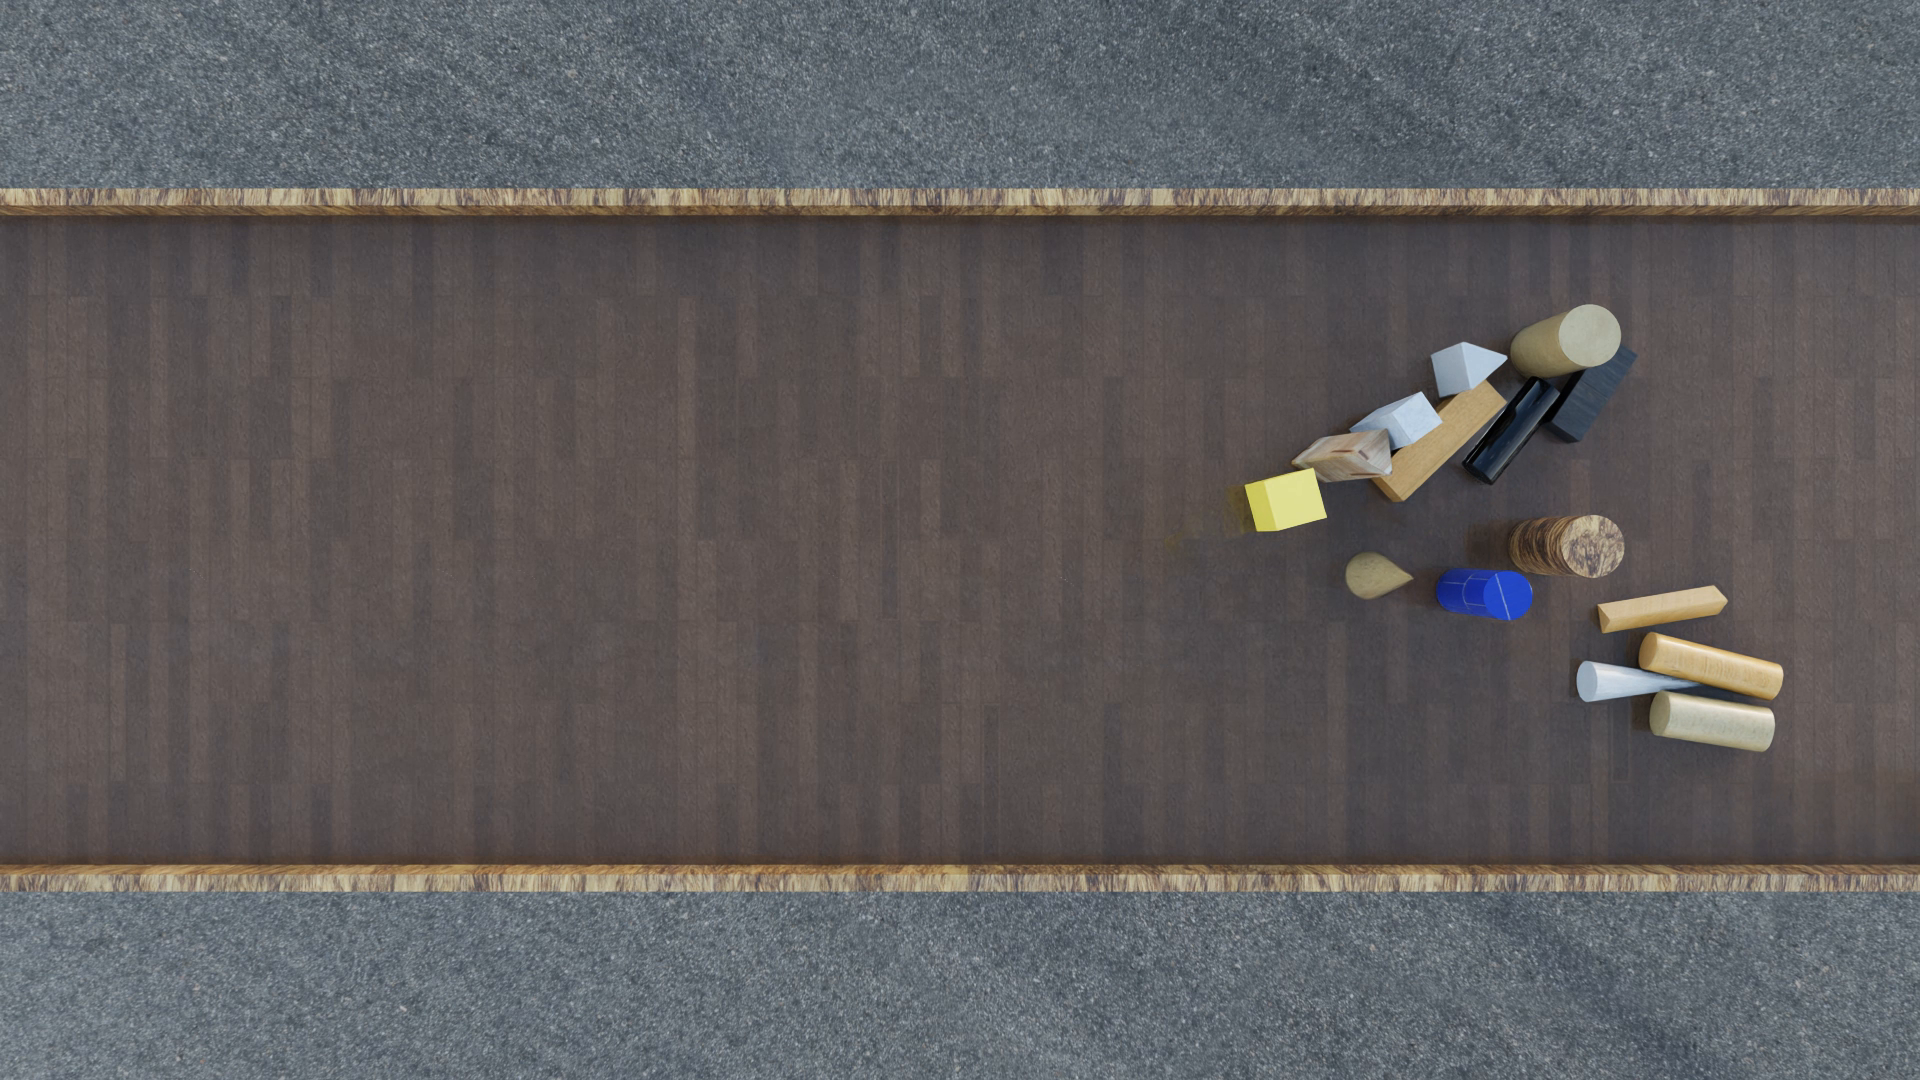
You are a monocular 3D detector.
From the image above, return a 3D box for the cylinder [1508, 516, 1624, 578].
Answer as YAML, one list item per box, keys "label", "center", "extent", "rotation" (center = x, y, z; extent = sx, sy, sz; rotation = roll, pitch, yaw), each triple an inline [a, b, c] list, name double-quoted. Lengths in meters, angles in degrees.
- label: "cylinder"
  center: [1.774, 0.018, 4.848]
  extent: [0.176, 0.456, 0.176]
  rotation: [0, 90, 0]

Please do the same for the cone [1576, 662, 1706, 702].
- label: "cone"
  center: [2.130, 0.435, 5.046]
  extent: [0.450, 0.124, 0.124]
  rotation: [1, 90, -8]

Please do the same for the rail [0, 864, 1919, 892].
- label: "rail"
  center: [-2.247, 1.025, 5.001]
  extent: [12.000, 0.150, 0.050]
  rotation: [0, 90, 0]

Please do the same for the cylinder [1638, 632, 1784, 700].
- label: "cylinder"
  center: [2.282, 0.384, 5.018]
  extent: [0.391, 0.117, 0.117]
  rotation: [14, 90, 0]

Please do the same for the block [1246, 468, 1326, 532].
- label: "block"
  center: [0.965, -0.117, 4.909]
  extent: [0.147, 0.334, 0.147]
  rotation: [-15, 90, 0]

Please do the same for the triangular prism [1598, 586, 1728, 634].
- label: "triangular prism"
  center: [2.148, 0.213, 5.036]
  extent: [0.362, 0.076, 0.088]
  rotation: [-9, 90, 0]

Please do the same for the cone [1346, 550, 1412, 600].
- label: "cone"
  center: [1.265, 0.108, 4.846]
  extent: [0.151, 0.457, 0.151]
  rotation: [0, 90, -1]

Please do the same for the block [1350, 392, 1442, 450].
- label: "block"
  center: [1.285, -0.338, 4.879]
  extent: [0.107, 0.386, 0.107]
  rotation: [-35, 90, -5]

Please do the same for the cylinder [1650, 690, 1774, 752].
- label: "cylinder"
  center: [2.281, 0.550, 5.007]
  extent: [0.318, 0.139, 0.139]
  rotation: [9, 90, 0]

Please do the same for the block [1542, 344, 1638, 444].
- label: "block"
  center: [1.913, -0.456, 5.023]
  extent: [0.106, 0.106, 0.312]
  rotation: [34, 90, 0]

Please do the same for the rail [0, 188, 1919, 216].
- label: "rail"
  center: [-2.247, -1.025, 5.002]
  extent: [12.000, 0.150, 0.050]
  rotation: [0, 90, 0]

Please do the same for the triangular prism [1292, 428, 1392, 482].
- label: "triangular prism"
  center: [1.153, -0.265, 4.918]
  extent: [0.135, 0.317, 0.117]
  rotation: [27, 78, -21]

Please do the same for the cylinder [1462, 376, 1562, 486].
- label: "cylinder"
  center: [1.679, -0.333, 5.019]
  extent: [0.115, 0.115, 0.334]
  rotation: [39, 90, 0]

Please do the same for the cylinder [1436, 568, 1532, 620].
- label: "cylinder"
  center: [1.534, 0.156, 4.847]
  extent: [0.139, 0.458, 0.139]
  rotation: [0, 90, 0]

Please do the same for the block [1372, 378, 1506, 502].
- label: "block"
  center: [1.448, -0.308, 5.017]
  extent: [0.431, 0.120, 0.120]
  rotation: [-44, 90, 0]

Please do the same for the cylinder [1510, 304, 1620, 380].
- label: "cylinder"
  center: [1.781, -0.578, 4.870]
  extent: [0.176, 0.413, 0.176]
  rotation: [0, 90, 0]

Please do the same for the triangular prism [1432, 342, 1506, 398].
- label: "triangular prism"
  center: [1.492, -0.527, 4.923]
  extent: [0.138, 0.308, 0.119]
  rotation: [-41, 90, 0]
